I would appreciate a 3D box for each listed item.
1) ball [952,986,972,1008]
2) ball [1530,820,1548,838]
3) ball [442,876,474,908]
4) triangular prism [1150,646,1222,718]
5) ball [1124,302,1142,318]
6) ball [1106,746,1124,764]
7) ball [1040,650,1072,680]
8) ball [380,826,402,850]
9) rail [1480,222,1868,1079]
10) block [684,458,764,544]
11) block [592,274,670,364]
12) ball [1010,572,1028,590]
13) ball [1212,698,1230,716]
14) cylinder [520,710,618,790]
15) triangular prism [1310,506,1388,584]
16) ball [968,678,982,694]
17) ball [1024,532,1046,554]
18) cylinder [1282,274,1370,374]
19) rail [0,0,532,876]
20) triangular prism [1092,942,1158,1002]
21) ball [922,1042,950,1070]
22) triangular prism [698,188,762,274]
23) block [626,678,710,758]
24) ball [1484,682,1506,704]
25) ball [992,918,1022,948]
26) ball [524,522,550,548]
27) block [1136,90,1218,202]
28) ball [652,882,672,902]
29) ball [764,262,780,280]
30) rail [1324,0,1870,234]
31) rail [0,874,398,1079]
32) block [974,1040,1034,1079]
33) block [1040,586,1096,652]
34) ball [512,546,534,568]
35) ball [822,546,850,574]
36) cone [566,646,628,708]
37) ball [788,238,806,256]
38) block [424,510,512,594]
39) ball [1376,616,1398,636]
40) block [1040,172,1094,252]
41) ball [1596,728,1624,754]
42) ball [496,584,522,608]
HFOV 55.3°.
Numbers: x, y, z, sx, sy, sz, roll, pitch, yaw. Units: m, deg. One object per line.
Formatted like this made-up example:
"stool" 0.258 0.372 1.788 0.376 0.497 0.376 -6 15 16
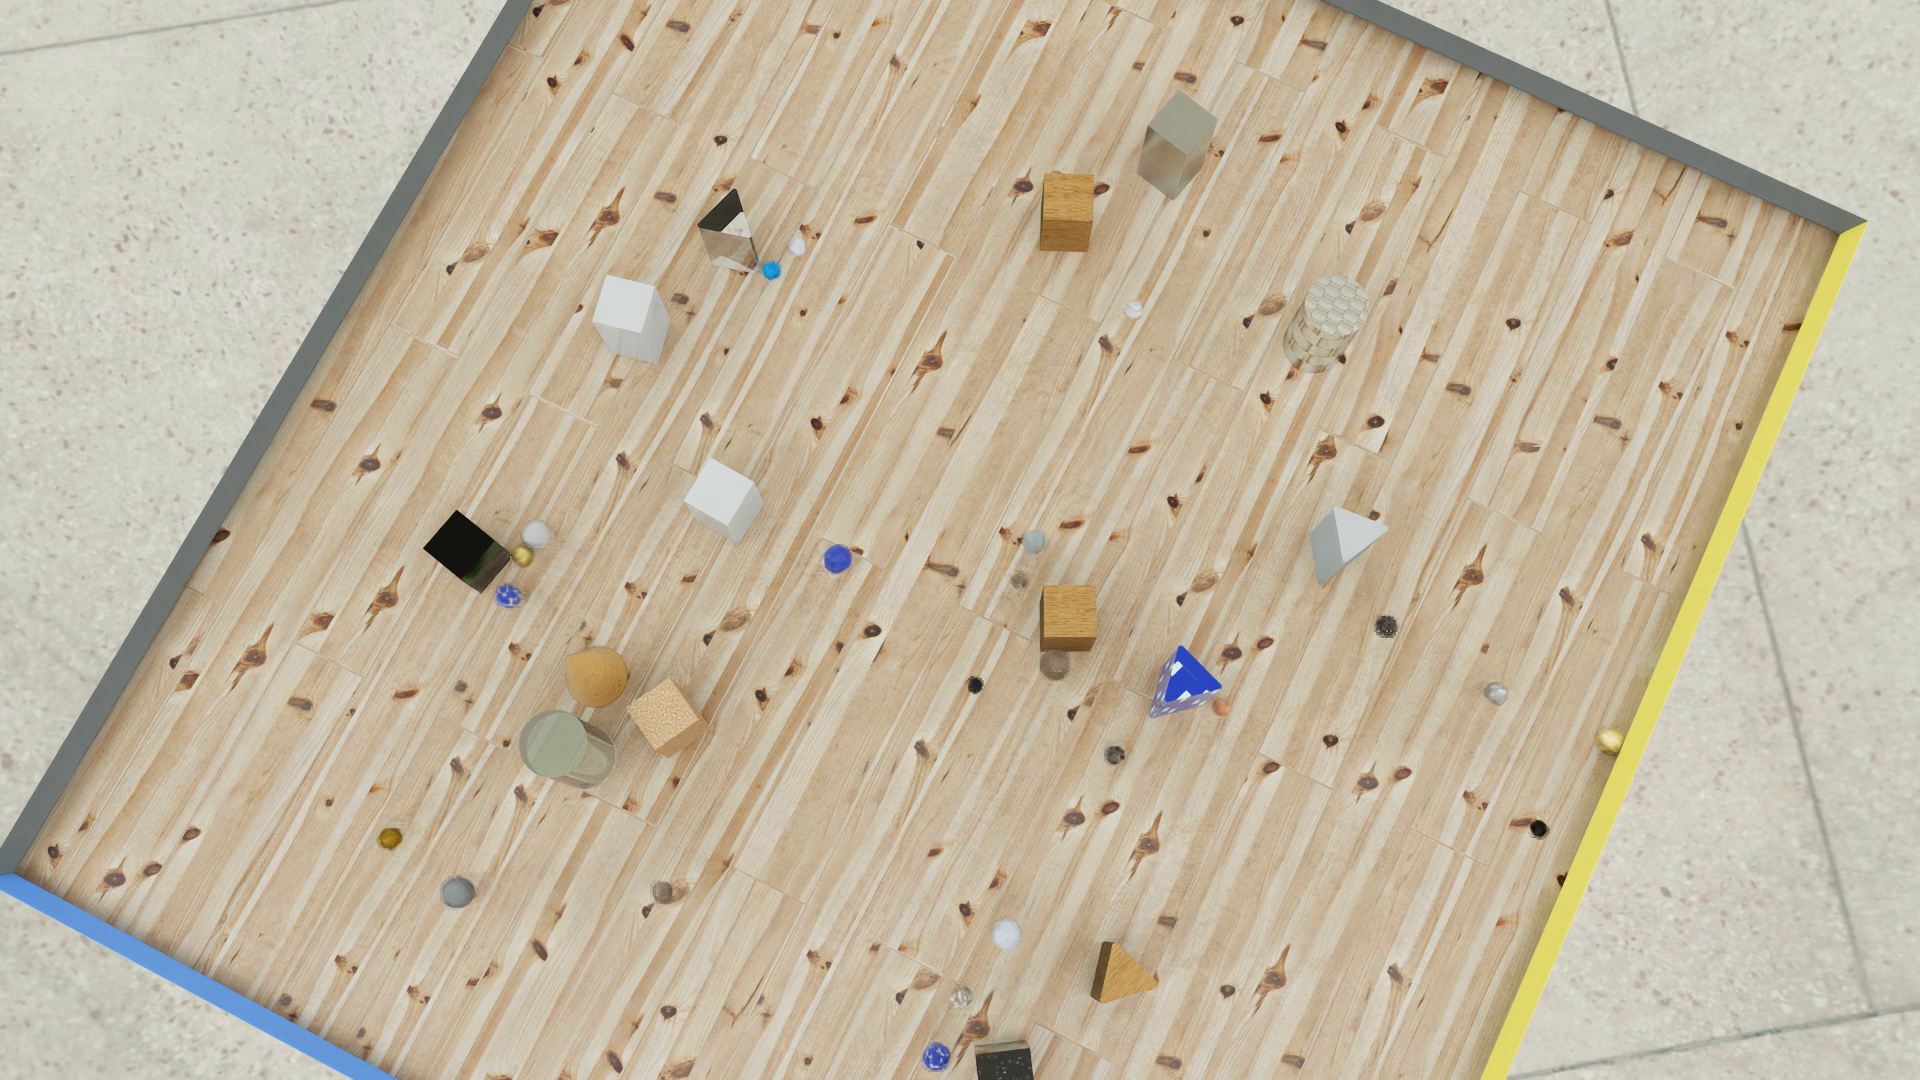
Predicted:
"ball" 0.008 1.324 5.313 0.059 0.059 0.059 0 78 0
"ball" 1.711 0.853 5.414 0.050 0.050 0.050 0 78 0
"ball" -1.467 1.031 5.356 0.092 0.092 0.092 0 78 0
"triangular prism" 0.633 0.404 5.317 0.163 0.423 0.141 -13 79 -3
"ball" 0.542 -0.720 5.739 0.052 0.052 0.052 0 78 0
"ball" 0.462 0.640 5.455 0.057 0.057 0.057 0 78 0
"ball" 0.286 0.374 5.491 0.094 0.094 0.094 0 78 0
"ball" -1.678 0.879 5.401 0.065 0.065 0.065 0 78 0
"rail" 1.837 0.906 5.366 0.045 0.122 4.331 26 80 5
"block" -0.706 -0.115 5.500 0.151 0.274 0.151 29 80 6
"block" -1.000 -0.671 5.598 0.151 0.309 0.151 14 79 3
"ball" 0.181 0.124 5.564 0.053 0.053 0.053 0 78 0
"ball" 0.780 0.500 5.486 0.053 0.053 0.053 0 78 0
"cylinder" -1.119 0.605 5.261 0.188 0.451 0.188 0 78 0
"triangular prism" 1.119 -0.004 5.430 0.163 0.366 0.141 -37 81 -7
"ball" 0.045 0.439 5.502 0.046 0.046 0.046 0 78 0
"ball" 0.226 0.009 5.580 0.068 0.068 0.068 0 78 0
"cylinder" 1.106 -0.650 5.559 0.188 0.377 0.188 0 78 0
"rail" -1.837 -0.893 5.738 0.045 0.122 4.331 26 80 5
"triangular prism" 0.441 1.205 5.177 0.163 0.373 0.141 -16 79 -3
"ball" -0.068 1.484 5.268 0.080 0.080 0.080 0 78 0
"triangular prism" -0.691 -0.958 5.651 0.163 0.320 0.141 12 79 2
"block" -0.853 0.524 5.376 0.151 0.259 0.151 -35 80 -7
"ball" 1.603 0.458 5.488 0.065 0.065 0.065 0 78 0
"ball" 0.136 1.146 5.336 0.086 0.086 0.086 0 78 0
"ball" -1.287 -0.014 5.577 0.083 0.083 0.083 0 78 0
"block" 0.670 -1.219 5.684 0.151 0.361 0.151 39 81 7
"ball" -0.872 1.032 5.372 0.061 0.061 0.061 0 78 0
"ball" -0.591 -0.846 5.764 0.054 0.054 0.054 0 78 0
"rail" 0.958 -1.870 5.940 4.154 0.122 0.045 26 80 5
"rail" -0.958 1.883 5.164 4.154 0.122 0.045 26 80 5
"block" 0.124 1.496 5.131 0.151 0.345 0.151 -6 78 -1
"block" 0.317 0.234 5.421 0.151 0.288 0.151 0 78 0
"ball" -1.327 0.052 5.574 0.063 0.063 0.063 0 78 0
"ball" -0.375 0.059 5.560 0.086 0.086 0.086 0 78 0
"cone" -1.097 0.368 5.318 0.188 0.435 0.188 0 78 0
"ball" -0.515 -0.922 5.779 0.054 0.054 0.054 0 78 0
"block" -1.471 0.037 5.491 0.151 0.231 0.151 38 81 7
"ball" 1.289 0.259 5.530 0.064 0.064 0.064 0 78 0
"block" 0.330 -1.015 5.692 0.151 0.263 0.151 2 78 0
"ball" 1.934 0.598 5.453 0.077 0.077 0.077 0 78 0
"ball" -1.364 0.171 5.543 0.074 0.074 0.074 0 78 0
